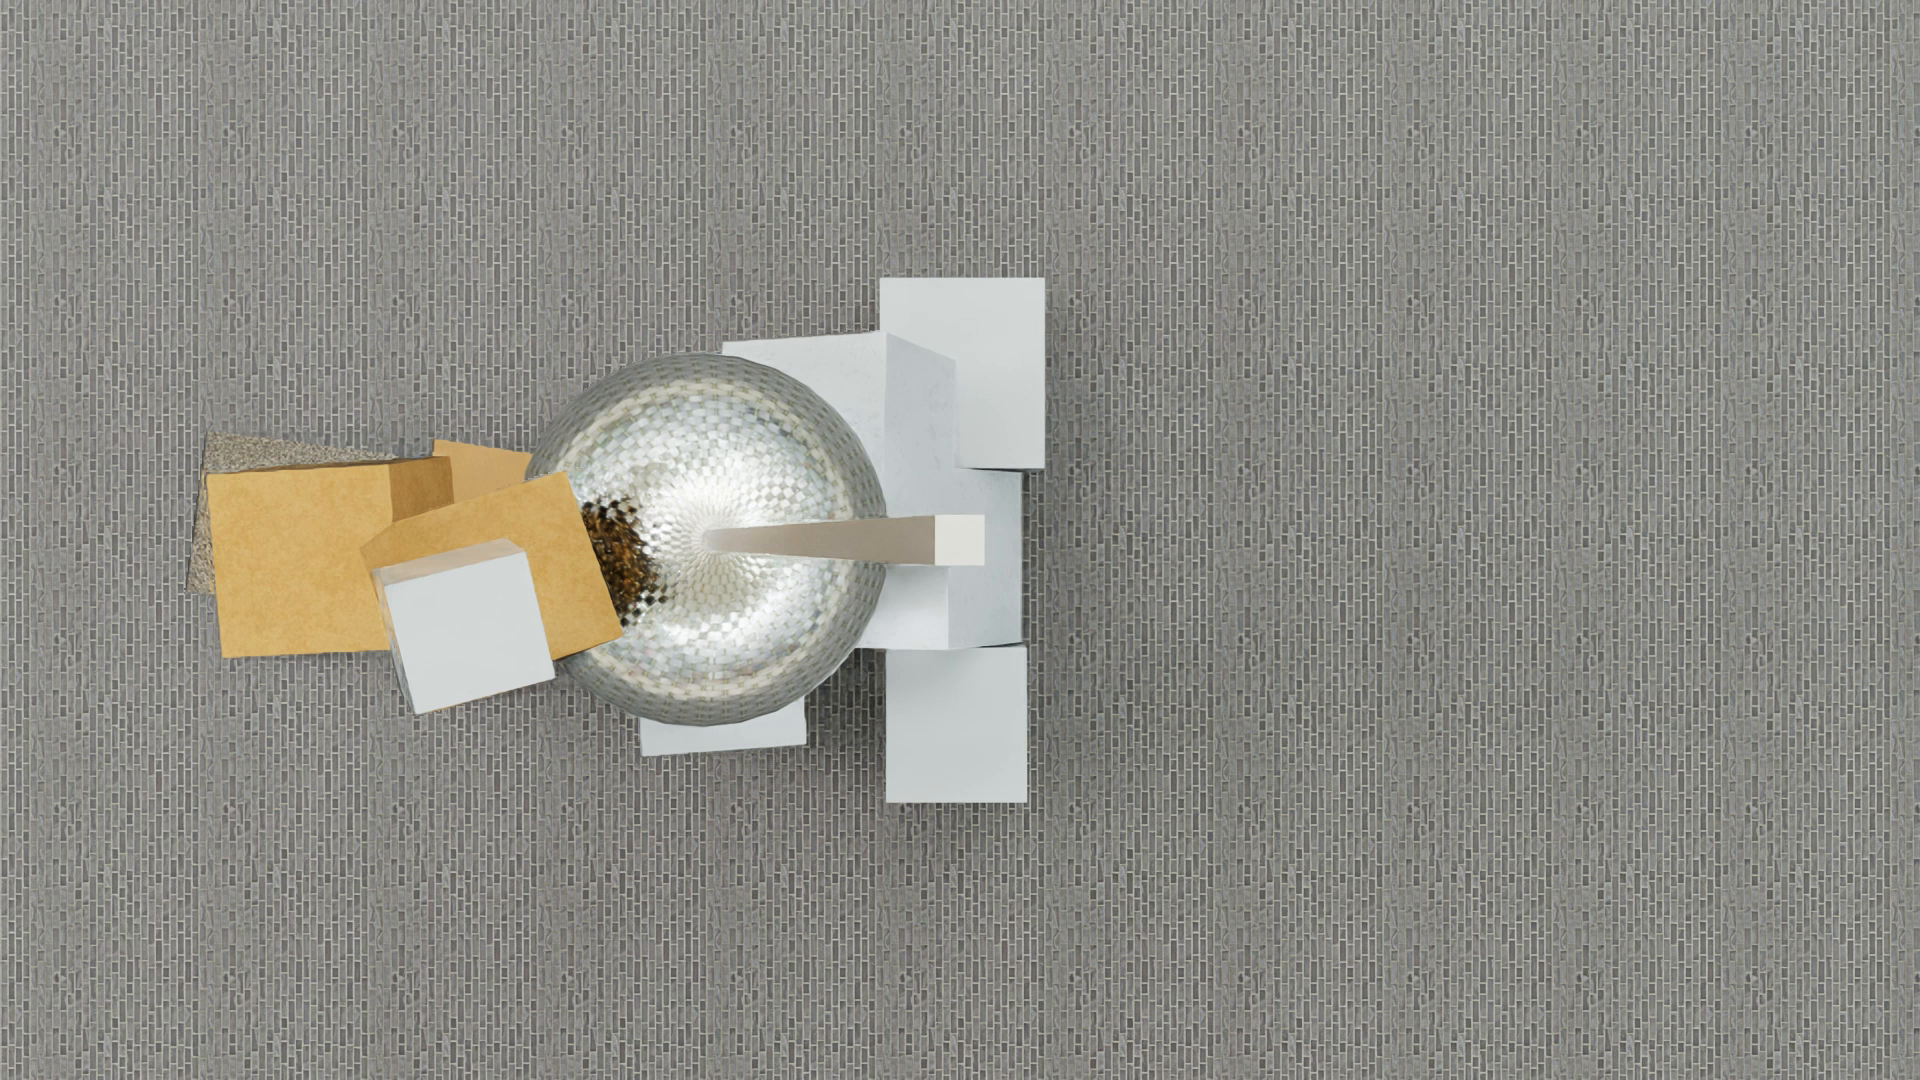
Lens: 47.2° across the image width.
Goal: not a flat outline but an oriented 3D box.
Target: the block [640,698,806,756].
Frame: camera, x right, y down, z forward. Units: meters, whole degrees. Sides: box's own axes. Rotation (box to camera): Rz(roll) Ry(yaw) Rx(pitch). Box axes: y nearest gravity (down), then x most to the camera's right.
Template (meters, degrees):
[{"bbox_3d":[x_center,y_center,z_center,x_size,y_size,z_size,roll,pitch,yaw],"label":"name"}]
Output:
[{"bbox_3d":[-1.326,0.632,12.009,0.870,0.849,0.795,-3,104,-8],"label":"block"}]

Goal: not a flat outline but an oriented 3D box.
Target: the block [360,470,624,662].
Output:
[{"bbox_3d":[-1.796,0.197,8.408,0.682,0.578,0.664,-20,90,-29],"label":"block"}]

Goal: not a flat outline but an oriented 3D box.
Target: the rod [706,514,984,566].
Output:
[{"bbox_3d":[-0.476,0.000,6.048,0.080,5.200,0.080,0,90,-11],"label":"rod"}]

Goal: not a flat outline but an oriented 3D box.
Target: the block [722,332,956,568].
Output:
[{"bbox_3d":[-0.630,-0.440,11.494,0.934,0.867,1.102,-1,84,24],"label":"block"}]

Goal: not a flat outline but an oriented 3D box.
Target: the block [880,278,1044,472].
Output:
[{"bbox_3d":[0.013,-0.925,12.588,0.912,0.824,1.054,0,90,0],"label":"block"}]

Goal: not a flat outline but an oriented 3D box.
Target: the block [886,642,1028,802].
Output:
[{"bbox_3d":[-0.019,1.024,12.583,0.779,0.834,0.856,0,90,0],"label":"block"}]

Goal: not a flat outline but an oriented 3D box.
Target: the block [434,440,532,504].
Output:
[{"bbox_3d":[-2.357,-0.019,11.839,1.007,0.973,0.883,9,90,-11],"label":"block"}]

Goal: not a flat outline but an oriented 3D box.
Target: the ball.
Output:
[{"bbox_3d":[-1.099,0.000,9.391,1.600,1.600,1.600,0,90,0],"label":"ball"}]

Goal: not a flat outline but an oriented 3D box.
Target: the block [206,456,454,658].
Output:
[{"bbox_3d":[-2.849,0.062,10.106,0.831,0.827,0.814,-3,95,6],"label":"block"}]

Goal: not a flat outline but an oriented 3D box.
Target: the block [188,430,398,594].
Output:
[{"bbox_3d":[-3.525,-0.086,11.662,0.942,0.875,0.820,7,87,-16],"label":"block"}]

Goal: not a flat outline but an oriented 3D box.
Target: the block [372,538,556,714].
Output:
[{"bbox_3d":[-1.741,0.290,7.685,0.481,0.522,0.450,-15,100,-18],"label":"block"}]

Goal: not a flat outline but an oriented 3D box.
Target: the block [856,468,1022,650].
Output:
[{"bbox_3d":[-0.238,0.100,12.357,0.840,1.034,0.974,0,90,24],"label":"block"}]
